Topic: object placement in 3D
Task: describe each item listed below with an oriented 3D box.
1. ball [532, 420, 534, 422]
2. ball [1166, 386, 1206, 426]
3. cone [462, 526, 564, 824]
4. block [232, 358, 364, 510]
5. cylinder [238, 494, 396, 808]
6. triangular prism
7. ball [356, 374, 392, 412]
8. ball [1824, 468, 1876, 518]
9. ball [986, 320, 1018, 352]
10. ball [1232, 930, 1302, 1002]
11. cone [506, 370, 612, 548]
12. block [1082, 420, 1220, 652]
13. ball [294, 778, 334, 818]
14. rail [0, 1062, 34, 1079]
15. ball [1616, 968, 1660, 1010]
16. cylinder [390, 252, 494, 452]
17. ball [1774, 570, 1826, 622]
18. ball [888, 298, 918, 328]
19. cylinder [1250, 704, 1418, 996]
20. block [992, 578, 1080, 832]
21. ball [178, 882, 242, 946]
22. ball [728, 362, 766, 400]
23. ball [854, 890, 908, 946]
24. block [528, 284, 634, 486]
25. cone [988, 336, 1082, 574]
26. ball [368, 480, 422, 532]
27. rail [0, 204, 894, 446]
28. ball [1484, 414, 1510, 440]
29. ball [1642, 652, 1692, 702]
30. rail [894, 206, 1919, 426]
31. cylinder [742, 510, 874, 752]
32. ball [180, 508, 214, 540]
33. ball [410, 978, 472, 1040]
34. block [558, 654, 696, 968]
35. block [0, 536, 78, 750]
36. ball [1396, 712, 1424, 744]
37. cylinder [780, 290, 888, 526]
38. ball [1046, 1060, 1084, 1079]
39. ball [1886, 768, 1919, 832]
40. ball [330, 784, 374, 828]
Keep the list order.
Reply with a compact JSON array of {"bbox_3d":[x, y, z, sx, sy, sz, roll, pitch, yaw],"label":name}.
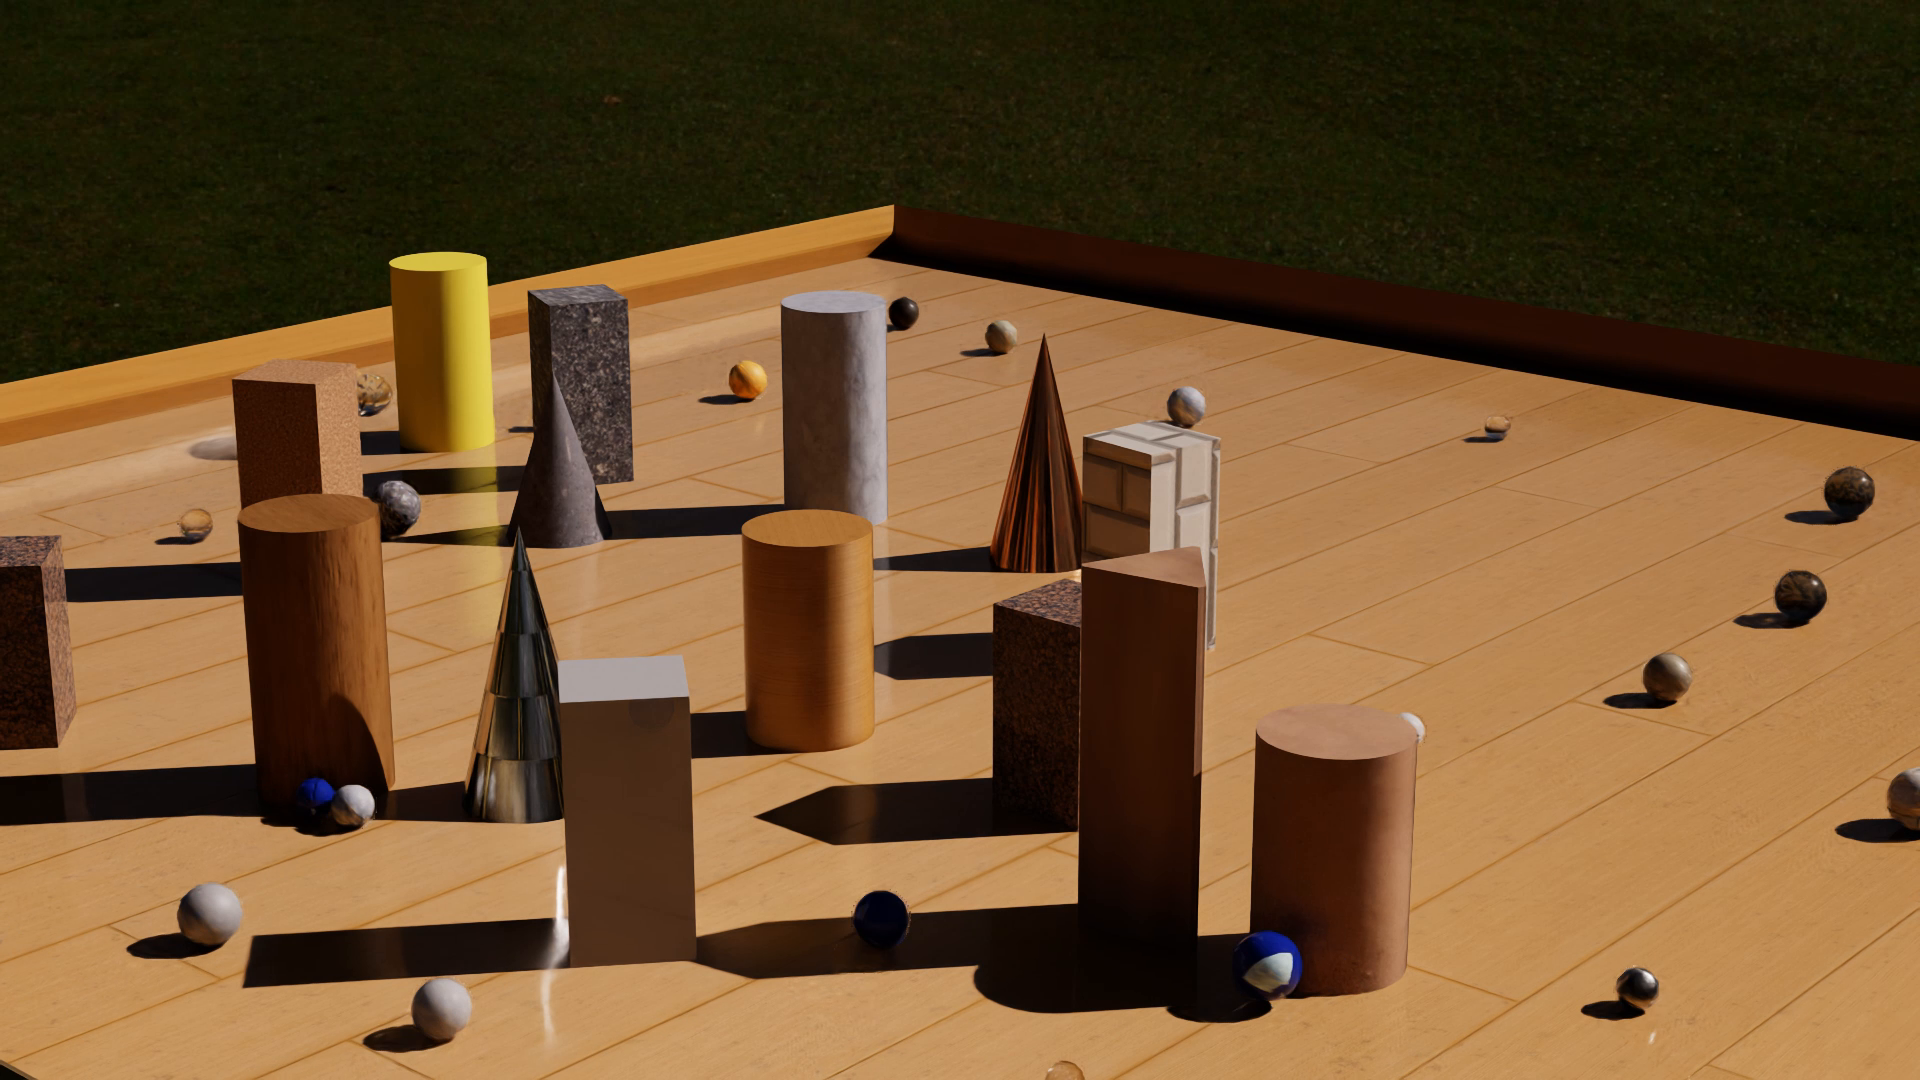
[{"bbox_3d":[-0.878,-0.267,6.226,0.064,0.064,0.064,0,17,0],"label":"ball"},{"bbox_3d":[0.483,-0.286,6.256,0.083,0.083,0.083,0,17,0],"label":"ball"},{"bbox_3d":[-0.618,0.175,4.162,0.198,0.410,0.198,0,17,0],"label":"cone"},{"bbox_3d":[-1.166,-0.116,5.188,0.158,0.375,0.158,4,17,14],"label":"block"},{"bbox_3d":[-0.923,0.158,4.214,0.198,0.412,0.198,0,17,0],"label":"cylinder"},{"bbox_3d":[0.263,0.259,3.752,0.171,0.486,0.148,10,20,31],"label":"triangular prism"},{"bbox_3d":[-1.275,-0.318,6.361,0.085,0.085,0.085,0,17,0],"label":"ball"},{"bbox_3d":[1.696,-0.091,5.590,0.095,0.095,0.095,0,17,0],"label":"ball"},{"bbox_3d":[0.098,-0.480,6.911,0.077,0.077,0.077,0,17,0],"label":"ball"},{"bbox_3d":[0.373,0.517,3.559,0.086,0.086,0.086,0,17,0],"label":"ball"},{"bbox_3d":[-0.750,-0.163,5.448,0.198,0.314,0.198,0,17,0],"label":"cone"},{"bbox_3d":[0.311,0.004,4.816,0.158,0.359,0.158,-14,22,-39],"label":"block"},{"bbox_3d":[-0.911,0.363,4.140,0.056,0.056,0.056,0,17,0],"label":"ball"},{"bbox_3d":[-1.438,0.510,3.534,4.333,0.128,0.045,14,22,39],"label":"rail"},{"bbox_3d":[0.822,0.545,3.555,0.052,0.052,0.052,0,17,0],"label":"ball"},{"bbox_3d":[-1.075,-0.391,6.091,0.198,0.381,0.198,0,17,0],"label":"cylinder"},{"bbox_3d":[1.430,0.095,4.988,0.087,0.087,0.087,0,17,0],"label":"ball"},{"bbox_3d":[-0.138,-0.555,7.163,0.075,0.075,0.075,0,17,0],"label":"ball"},{"bbox_3d":[0.463,0.382,3.648,0.198,0.309,0.198,0,17,0],"label":"cylinder"},{"bbox_3d":[0.158,0.232,4.162,0.158,0.301,0.158,14,22,39],"label":"block"},{"bbox_3d":[-0.954,0.477,3.731,0.080,0.080,0.080,0,17,0],"label":"ball"},{"bbox_3d":[-0.469,-0.353,6.476,0.085,0.085,0.085,0,17,0],"label":"ball"},{"bbox_3d":[-0.101,0.481,3.732,0.071,0.071,0.071,0,17,0],"label":"ball"},{"bbox_3d":[-0.754,-0.306,5.828,0.158,0.369,0.158,-7,18,-23],"label":"block"},{"bbox_3d":[0.150,-0.170,5.287,0.198,0.421,0.198,0,17,0],"label":"cone"},{"bbox_3d":[-1.059,-0.062,5.489,0.099,0.099,0.099,0,17,0],"label":"ball"},{"bbox_3d":[-1.618,-0.373,6.465,0.045,0.128,4.434,14,22,39],"label":"rail"},{"bbox_3d":[1.125,-0.237,6.144,0.055,0.055,0.055,0,17,0],"label":"ball"},{"bbox_3d":[1.111,0.215,4.606,0.076,0.076,0.076,0,17,0],"label":"ball"},{"bbox_3d":[1.438,-0.446,6.706,4.333,0.128,0.045,14,22,39],"label":"rail"},{"bbox_3d":[-0.229,0.136,4.443,0.198,0.322,0.198,0,17,0],"label":"cylinder"},{"bbox_3d":[-1.417,-0.029,5.443,0.060,0.060,0.060,0,17,0],"label":"ball"},{"bbox_3d":[-0.616,0.556,3.481,0.072,0.072,0.072,0,17,0],"label":"ball"},{"bbox_3d":[-0.421,0.341,3.708,0.158,0.353,0.158,-2,17,-8],"label":"block"},{"bbox_3d":[-1.445,0.155,4.440,0.158,0.287,0.158,-2,17,-6],"label":"block"},{"bbox_3d":[0.669,0.287,4.402,0.056,0.056,0.056,0,17,0],"label":"ball"},{"bbox_3d":[-0.237,-0.246,5.545,0.198,0.418,0.198,0,17,0],"label":"cylinder"},{"bbox_3d":[0.119,0.615,3.333,0.045,0.045,0.045,0,17,0],"label":"ball"},{"bbox_3d":[1.340,0.362,4.096,0.089,0.089,0.089,0,17,0],"label":"ball"},{"bbox_3d":[-0.852,0.373,4.110,0.061,0.061,0.061,0,17,0],"label":"ball"}]
